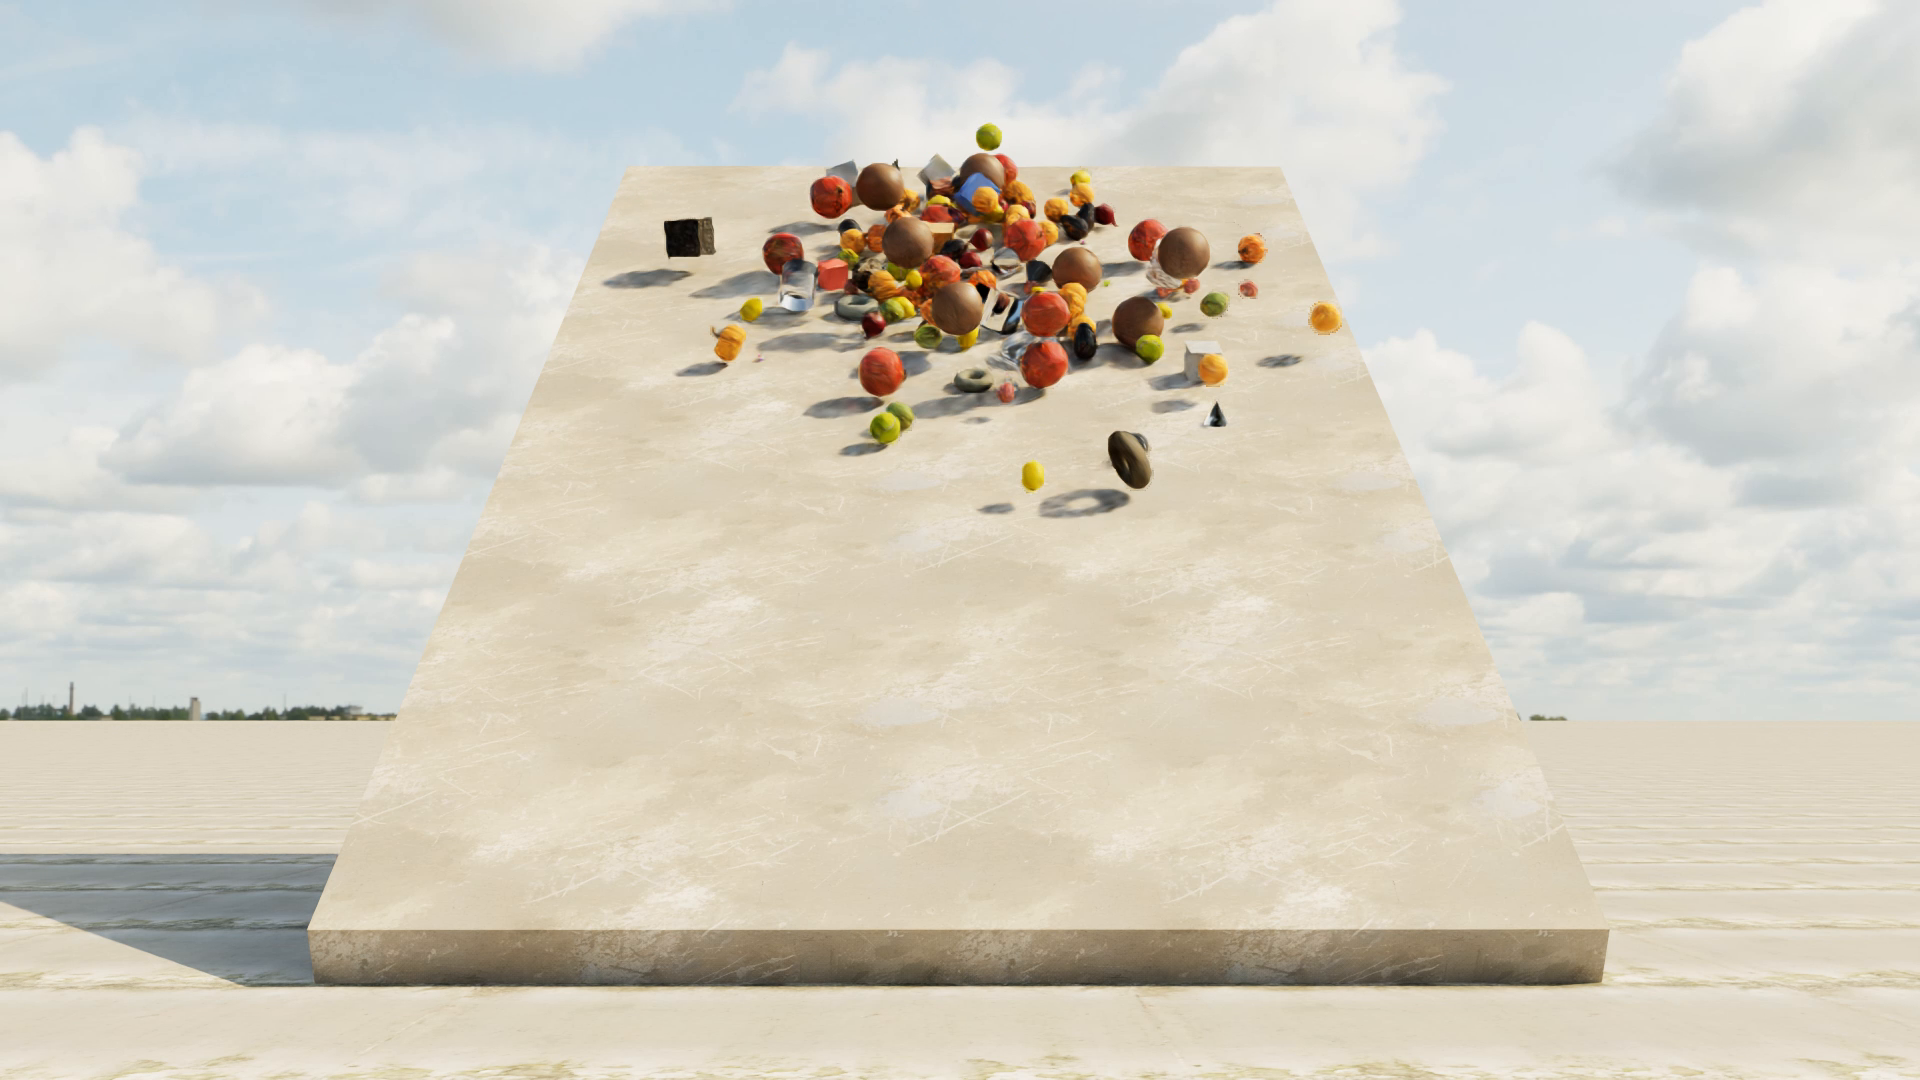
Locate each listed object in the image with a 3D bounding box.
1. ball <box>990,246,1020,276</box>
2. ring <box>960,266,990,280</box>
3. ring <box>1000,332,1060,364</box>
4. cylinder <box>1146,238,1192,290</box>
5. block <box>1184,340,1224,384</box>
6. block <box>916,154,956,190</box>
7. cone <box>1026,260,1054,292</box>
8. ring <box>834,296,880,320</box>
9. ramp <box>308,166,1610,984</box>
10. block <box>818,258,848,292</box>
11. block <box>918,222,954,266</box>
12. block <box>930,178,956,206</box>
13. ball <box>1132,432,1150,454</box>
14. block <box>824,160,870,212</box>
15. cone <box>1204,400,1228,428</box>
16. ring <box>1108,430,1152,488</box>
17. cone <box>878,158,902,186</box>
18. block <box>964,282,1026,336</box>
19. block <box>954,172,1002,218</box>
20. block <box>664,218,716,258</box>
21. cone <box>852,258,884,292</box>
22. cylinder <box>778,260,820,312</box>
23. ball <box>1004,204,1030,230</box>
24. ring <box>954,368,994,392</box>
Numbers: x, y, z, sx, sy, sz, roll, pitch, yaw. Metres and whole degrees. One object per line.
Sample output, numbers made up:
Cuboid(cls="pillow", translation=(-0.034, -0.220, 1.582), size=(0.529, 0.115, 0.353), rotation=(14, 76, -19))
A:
Cuboid(cls="ball", translation=(0.122, -0.746, 6.299), size=(0.078, 0.078, 0.078), rotation=(0, -4, 0))
Cuboid(cls="ring", translation=(0.040, -0.708, 6.239), size=(0.078, 0.026, 0.078), rotation=(-8, 1, 0))
Cuboid(cls="ring", translation=(0.172, -0.470, 5.765), size=(0.147, 0.049, 0.147), rotation=(-1, 25, 0))
Cuboid(cls="cylinder", translation=(0.528, -0.700, 5.962), size=(0.094, 0.094, 0.094), rotation=(10, 36, -7))
Cuboid(cls="block", translation=(0.584, -0.427, 5.646), size=(0.077, 0.077, 0.077), rotation=(-2, 26, -5))
Cuboid(cls="block", translation=(-0.070, -1.079, 6.926), size=(0.075, 0.075, 0.075), rotation=(44, -8, -8))
Cuboid(cls="cone", translation=(0.195, -0.683, 6.217), size=(0.081, 0.081, 0.081), rotation=(20, -33, 13))
Cuboid(cls="ring", translation=(-0.264, -0.596, 6.034), size=(0.115, 0.038, 0.115), rotation=(0, 27, 0))
Cuboid(cls="ramp", translation=(-0.010, -0.229, 5.435), size=(2.000, 0.100, 4.000), rotation=(0, 26, 0))
Cuboid(cls="block", translation=(-0.336, -0.701, 6.222), size=(0.062, 0.062, 0.062), rotation=(-13, 29, -25))
Cuboid(cls="block", translation=(-0.066, -0.807, 6.407), size=(0.092, 0.092, 0.092), rotation=(2, 26, 5))
Cuboid(cls="block", translation=(-0.047, -0.995, 6.723), size=(0.054, 0.054, 0.054), rotation=(-16, 36, -4))
Cuboid(cls="ball", translation=(0.389, -0.207, 5.210), size=(0.060, 0.060, 0.060), rotation=(0, -4, 0))
Cuboid(cls="block", translation=(-0.318, -1.004, 6.670), size=(0.090, 0.090, 0.090), rotation=(-19, -27, 7))
Cuboid(cls="cone", translation=(0.589, -0.295, 5.397), size=(0.055, 0.055, 0.055), rotation=(0, 26, 0))
Cuboid(cls="ring", translation=(0.361, -0.171, 5.019), size=(0.045, 0.135, 0.135), rotation=(-27, 3, -14))
Cuboid(cls="cone", translation=(-0.187, -1.051, 6.679), size=(0.071, 0.071, 0.071), rotation=(16, 28, -8))
Cuboid(cls="block", translation=(0.088, -0.575, 5.889), size=(0.095, 0.095, 0.095), rotation=(16, 11, -41))
Cuboid(cls="block", translation=(0.049, -0.960, 6.544), size=(0.084, 0.084, 0.084), rotation=(39, -9, -15))
Cuboid(cls="block", translation=(-0.722, -0.808, 6.290), size=(0.097, 0.097, 0.097), rotation=(-1, 10, 19))
Cuboid(cls="cone", translation=(-0.252, -0.698, 6.136), size=(0.090, 0.090, 0.090), rotation=(-1, -1, 14))
Cuboid(cls="cylinder", translation=(-0.415, -0.653, 6.040), size=(0.096, 0.096, 0.096), rotation=(6, -25, 3))
Cuboid(cls="ball", translation=(0.160, -0.910, 6.624), size=(0.070, 0.070, 0.070), rotation=(0, -4, 0))
Cuboid(cls="ring", translation=(0.034, -0.380, 5.595), size=(0.097, 0.032, 0.097), rotation=(-2, 29, 1))
